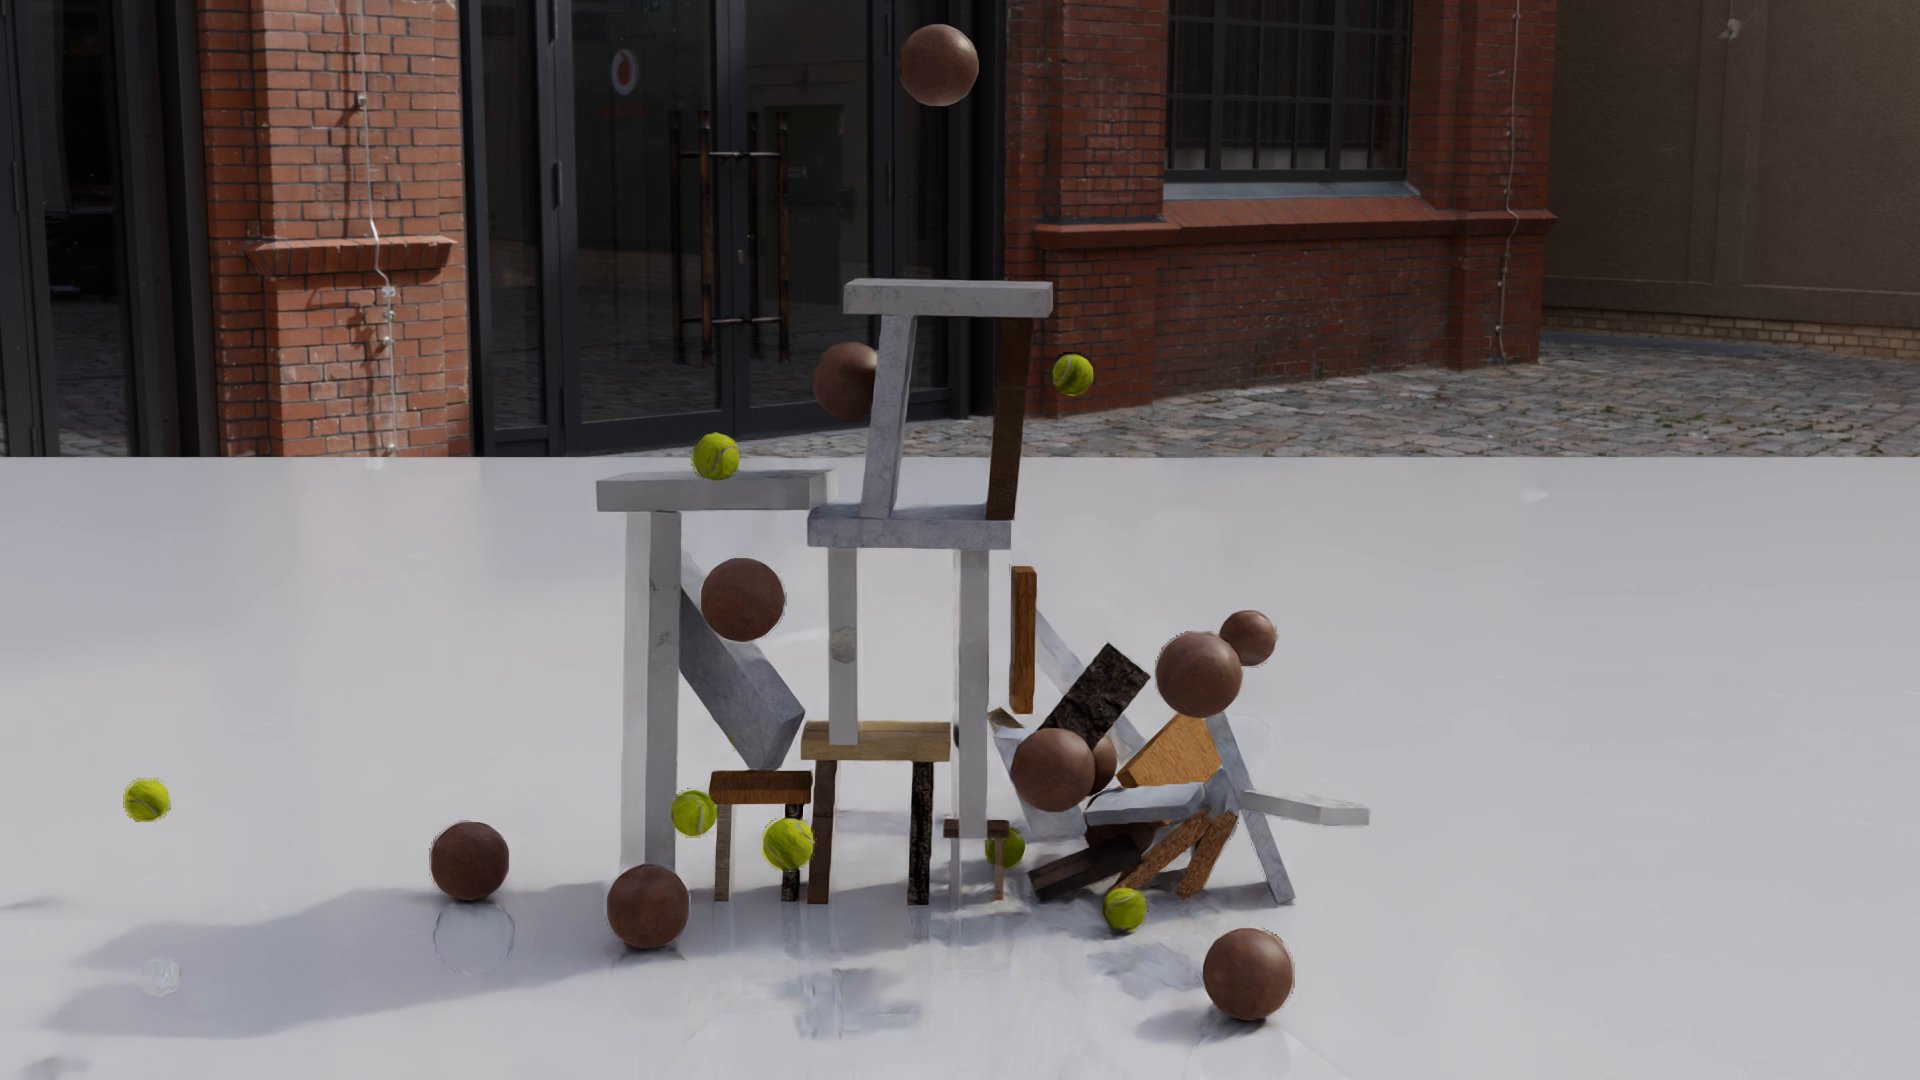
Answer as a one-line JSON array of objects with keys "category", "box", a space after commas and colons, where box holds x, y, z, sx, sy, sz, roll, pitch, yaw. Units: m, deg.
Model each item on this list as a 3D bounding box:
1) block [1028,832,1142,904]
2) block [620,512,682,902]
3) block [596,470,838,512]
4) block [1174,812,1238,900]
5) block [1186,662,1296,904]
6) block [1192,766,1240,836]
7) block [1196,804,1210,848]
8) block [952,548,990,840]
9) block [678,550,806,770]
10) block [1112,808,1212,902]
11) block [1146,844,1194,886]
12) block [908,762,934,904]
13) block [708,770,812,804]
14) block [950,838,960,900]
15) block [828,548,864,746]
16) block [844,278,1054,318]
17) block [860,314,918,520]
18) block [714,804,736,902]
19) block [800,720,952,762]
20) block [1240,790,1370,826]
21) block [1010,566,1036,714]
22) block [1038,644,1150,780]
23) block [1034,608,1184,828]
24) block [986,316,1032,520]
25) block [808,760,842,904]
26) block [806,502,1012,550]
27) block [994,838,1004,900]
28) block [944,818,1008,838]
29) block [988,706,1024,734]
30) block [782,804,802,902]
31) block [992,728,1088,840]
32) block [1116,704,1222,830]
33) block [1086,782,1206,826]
[{"category": "block", "box": [0.208, 0.546, 3.664, 0.183, 0.026, 0.091, -22, 12, -2]}, {"category": "block", "box": [-0.514, 0.265, 3.642, 0.051, 0.635, 0.179, 0, 5, -21]}, {"category": "block", "box": [-0.397, -0.082, 3.621, 0.358, 0.051, 0.179, 0, 6, 12]}, {"category": "block", "box": [0.409, 0.522, 3.647, 0.021, 0.146, 0.073, 32, 24, 21]}, {"category": "block", "box": [0.464, 0.401, 3.639, 0.033, 0.400, 0.117, -21, 10, 4]}, {"category": "block", "box": [0.435, 0.457, 4.045, 0.033, 0.117, 0.233, 7, 5, -29]}, {"category": "block", "box": [0.425, 0.518, 3.853, 0.021, 0.073, 0.146, 4, 11, 6]}, {"category": "block", "box": [0.016, 0.235, 3.602, 0.046, 0.477, 0.162, -1, 10, -4]}, {"category": "block", "box": [-0.401, 0.210, 3.707, 0.051, 0.179, 0.358, -24, 66, -34]}, {"category": "block", "box": [0.334, 0.522, 3.643, 0.183, 0.026, 0.091, -42, -3, 19]}, {"category": "block", "box": [0.360, 0.554, 3.764, 0.073, 0.021, 0.146, -11, 8, 12]}, {"category": "block", "box": [-0.064, 0.469, 3.653, 0.034, 0.242, 0.121, 2, 10, 0]}, {"category": "block", "box": [-0.330, 0.409, 3.637, 0.167, 0.024, 0.083, -1, 17, -2]}, {"category": "block", "box": [-0.007, 0.538, 3.657, 0.015, 0.107, 0.054, 0, 11, 1]}, {"category": "block", "box": [-0.186, 0.157, 3.593, 0.046, 0.323, 0.162, 0, 10, 1]}, {"category": "block", "box": [-0.016, -0.386, 3.497, 0.320, 0.045, 0.160, 2, 10, 5]}, {"category": "block", "box": [-0.114, -0.206, 3.528, 0.045, 0.320, 0.160, 7, 11, 2]}, {"category": "block", "box": [-0.390, 0.507, 3.657, 0.024, 0.167, 0.083, 3, 11, -1]}, {"category": "block", "box": [-0.137, 0.331, 3.633, 0.242, 0.034, 0.121, 0, 10, 1]}, {"category": "block", "box": [0.533, 0.415, 3.404, 0.097, 0.027, 0.194, 6, -1, -30]}, {"category": "block", "box": [0.103, 0.162, 3.599, 0.033, 0.230, 0.115, 1, 4, -2]}, {"category": "block", "box": [0.210, 0.289, 3.671, 0.033, 0.230, 0.115, 38, 0, -29]}, {"category": "block", "box": [0.257, 0.317, 4.071, 0.033, 0.115, 0.493, -32, 64, -16]}, {"category": "block", "box": [0.078, -0.204, 3.529, 0.045, 0.320, 0.160, 5, 10, 0]}, {"category": "block", "box": [-0.224, 0.468, 3.656, 0.034, 0.242, 0.121, 4, 10, 1]}, {"category": "block", "box": [-0.079, -0.024, 3.560, 0.323, 0.046, 0.162, 1, 10, 1]}, {"category": "block", "box": [0.065, 0.538, 3.655, 0.015, 0.107, 0.054, 0, 10, 1]}, {"category": "block", "box": [0.027, 0.478, 3.644, 0.107, 0.015, 0.054, 0, 10, 1]}, {"category": "block", "box": [0.108, 0.377, 3.647, 0.027, 0.194, 0.097, -29, 24, -13]}, {"category": "block", "box": [-0.279, 0.507, 3.657, 0.024, 0.167, 0.083, 3, 10, -1]}, {"category": "block", "box": [0.129, 0.390, 3.529, 0.097, 0.194, 0.027, 0, 32, 41]}, {"category": "block", "box": [0.374, 0.396, 3.850, 0.033, 0.117, 0.233, -32, 5, 44]}, {"category": "block", "box": [0.312, 0.445, 3.701, 0.183, 0.026, 0.091, -8, 15, 26]}]
